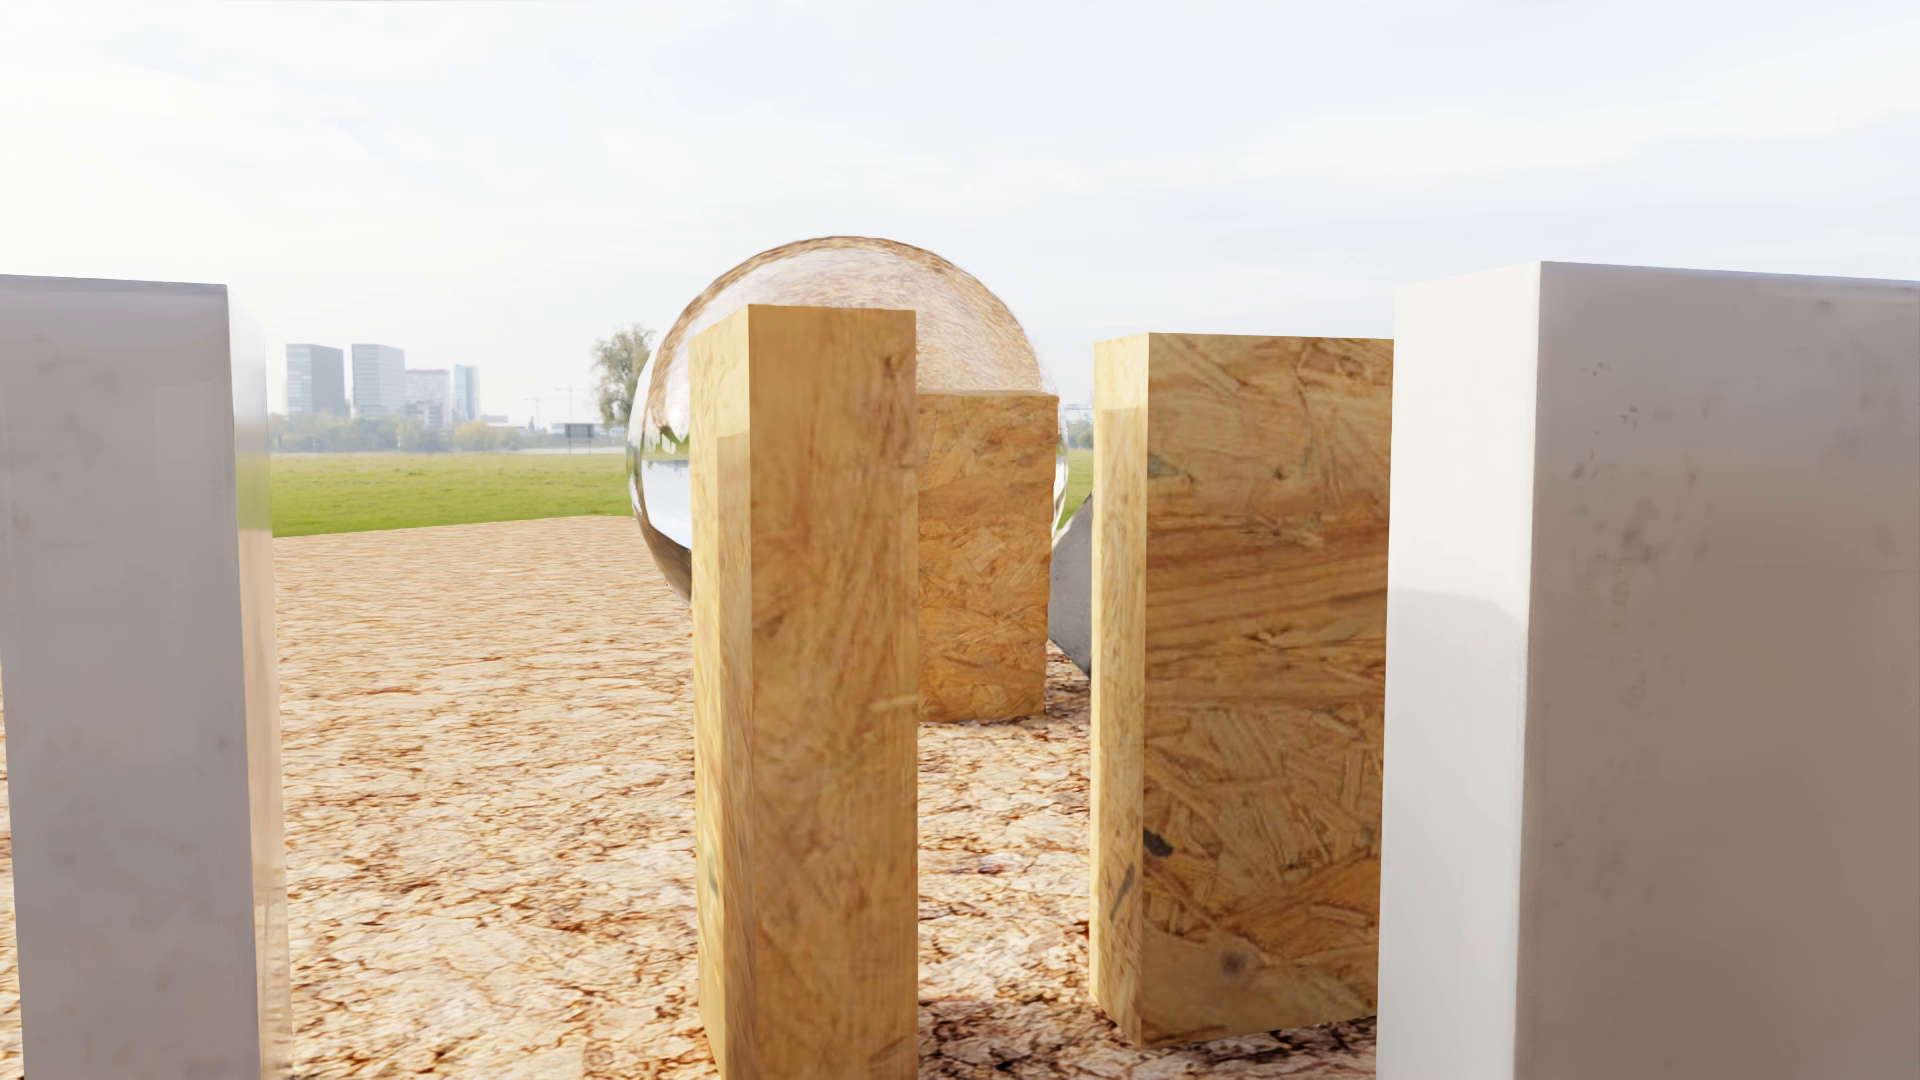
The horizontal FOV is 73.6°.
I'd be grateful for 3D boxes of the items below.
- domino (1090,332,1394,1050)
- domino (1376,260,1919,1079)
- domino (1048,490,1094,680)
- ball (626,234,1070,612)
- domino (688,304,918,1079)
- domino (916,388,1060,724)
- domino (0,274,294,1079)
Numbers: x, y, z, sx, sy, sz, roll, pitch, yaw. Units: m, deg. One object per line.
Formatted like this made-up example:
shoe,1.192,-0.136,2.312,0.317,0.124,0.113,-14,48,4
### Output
domino,0.023,0.010,0.096,0.025,0.050,0.009,-1,4,-17
domino,0.034,0.013,0.063,0.025,0.050,0.010,-1,5,-18
domino,0.033,-0.001,0.212,0.025,0.050,0.009,46,25,18
ball,-0.020,-0.015,0.235,0.080,0.080,0.080,0,4,0
domino,-0.011,0.011,0.084,0.010,0.050,0.025,-1,5,-19
domino,0.001,0.002,0.197,0.025,0.050,0.009,-1,12,-16
domino,-0.044,0.012,0.072,0.010,0.050,0.025,-2,5,-25
